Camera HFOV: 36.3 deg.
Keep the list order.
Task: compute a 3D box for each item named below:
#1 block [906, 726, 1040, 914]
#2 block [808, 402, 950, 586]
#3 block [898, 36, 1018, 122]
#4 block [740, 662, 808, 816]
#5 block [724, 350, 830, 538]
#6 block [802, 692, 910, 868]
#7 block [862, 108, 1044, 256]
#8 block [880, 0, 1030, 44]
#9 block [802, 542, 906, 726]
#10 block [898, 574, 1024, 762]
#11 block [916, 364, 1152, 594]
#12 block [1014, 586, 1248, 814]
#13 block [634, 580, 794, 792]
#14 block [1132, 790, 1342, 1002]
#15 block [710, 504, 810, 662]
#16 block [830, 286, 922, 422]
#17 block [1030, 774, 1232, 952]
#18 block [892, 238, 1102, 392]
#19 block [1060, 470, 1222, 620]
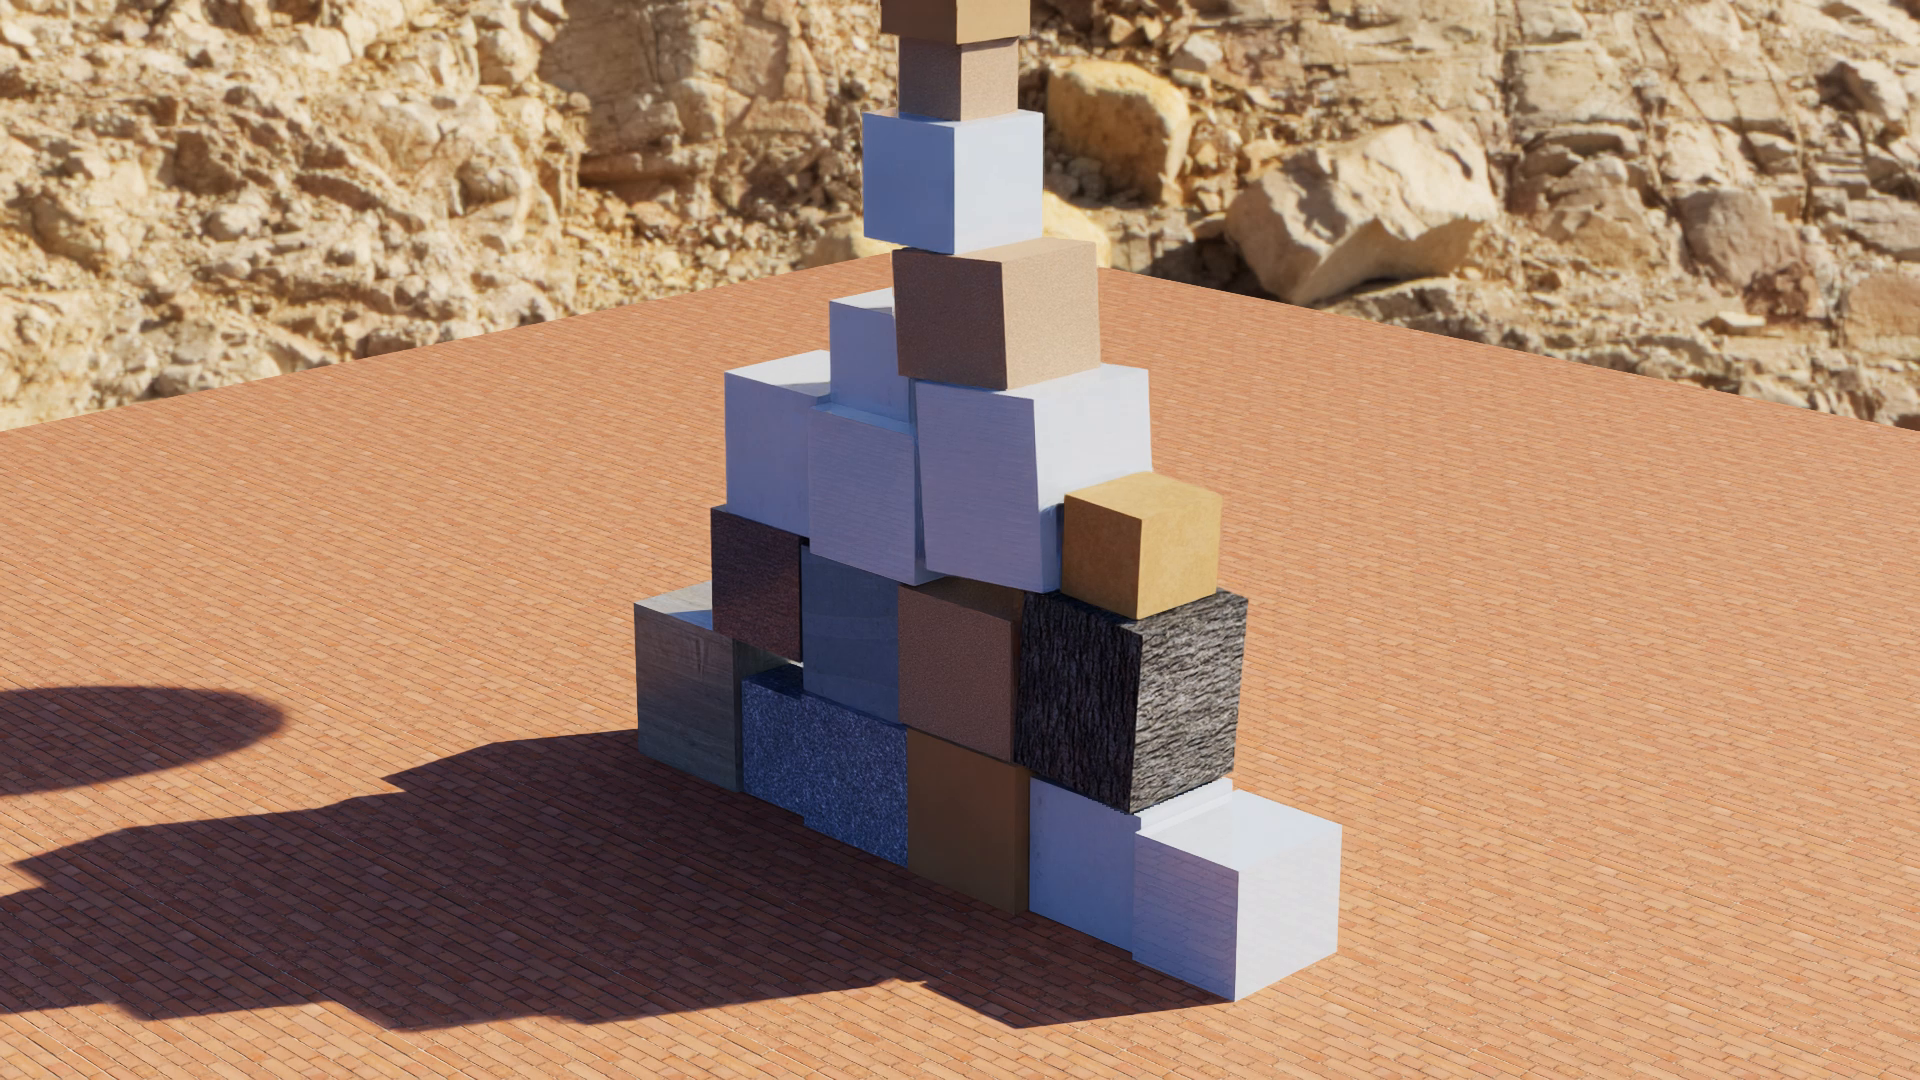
[{"bbox_3d":[0.271,1.179,13.419,0.764,0.704,0.682,-17,24,-42],"label":"block"},{"bbox_3d":[-0.187,-0.276,13.441,0.736,0.692,0.694,-17,24,-42],"label":"block"},{"bbox_3d":[-0.008,-2.032,12.742,0.385,0.340,0.349,17,24,42],"label":"block"},{"bbox_3d":[-0.683,0.950,14.340,0.564,0.590,0.514,-17,24,-42],"label":"block"},{"bbox_3d":[-0.664,-0.459,13.882,0.617,0.689,0.649,-17,24,-42],"label":"block"},{"bbox_3d":[-0.235,1.044,13.905,0.722,0.671,0.726,-17,24,-42],"label":"block"},{"bbox_3d":[-0.032,-1.598,12.856,0.570,0.551,0.545,17,24,42],"label":"block"},{"bbox_3d":[-0.019,-2.436,12.596,0.464,0.518,0.445,17,24,42],"label":"block"},{"bbox_3d":[-0.260,0.364,13.754,0.680,0.716,0.677,-17,24,-42],"label":"block"},{"bbox_3d":[0.230,0.513,13.275,0.734,0.653,0.705,-17,24,-42],"label":"block"},{"bbox_3d":[0.335,-0.305,12.885,0.722,0.847,0.715,-17,19,-42],"label":"block"},{"bbox_3d":[0.739,0.612,12.754,0.684,0.817,0.685,-17,28,-42],"label":"block"},{"bbox_3d":[-1.120,0.704,14.759,0.697,0.807,0.754,-17,24,-42],"label":"block"},{"bbox_3d":[1.185,1.510,12.554,0.684,0.591,0.572,-17,24,-42],"label":"block"},{"bbox_3d":[-0.741,0.143,14.160,0.666,0.626,0.630,-17,24,-42],"label":"block"},{"bbox_3d":[-0.245,-0.853,13.329,0.471,0.476,0.512,-17,24,-42],"label":"block"},{"bbox_3d":[0.752,1.352,12.973,0.601,0.641,0.653,-17,24,-42],"label":"block"},{"bbox_3d":[0.160,-1.009,12.833,0.588,0.556,0.672,-17,20,-42],"label":"block"},{"bbox_3d":[0.774,0.017,12.528,0.510,0.447,0.440,-17,26,-42],"label":"block"}]
